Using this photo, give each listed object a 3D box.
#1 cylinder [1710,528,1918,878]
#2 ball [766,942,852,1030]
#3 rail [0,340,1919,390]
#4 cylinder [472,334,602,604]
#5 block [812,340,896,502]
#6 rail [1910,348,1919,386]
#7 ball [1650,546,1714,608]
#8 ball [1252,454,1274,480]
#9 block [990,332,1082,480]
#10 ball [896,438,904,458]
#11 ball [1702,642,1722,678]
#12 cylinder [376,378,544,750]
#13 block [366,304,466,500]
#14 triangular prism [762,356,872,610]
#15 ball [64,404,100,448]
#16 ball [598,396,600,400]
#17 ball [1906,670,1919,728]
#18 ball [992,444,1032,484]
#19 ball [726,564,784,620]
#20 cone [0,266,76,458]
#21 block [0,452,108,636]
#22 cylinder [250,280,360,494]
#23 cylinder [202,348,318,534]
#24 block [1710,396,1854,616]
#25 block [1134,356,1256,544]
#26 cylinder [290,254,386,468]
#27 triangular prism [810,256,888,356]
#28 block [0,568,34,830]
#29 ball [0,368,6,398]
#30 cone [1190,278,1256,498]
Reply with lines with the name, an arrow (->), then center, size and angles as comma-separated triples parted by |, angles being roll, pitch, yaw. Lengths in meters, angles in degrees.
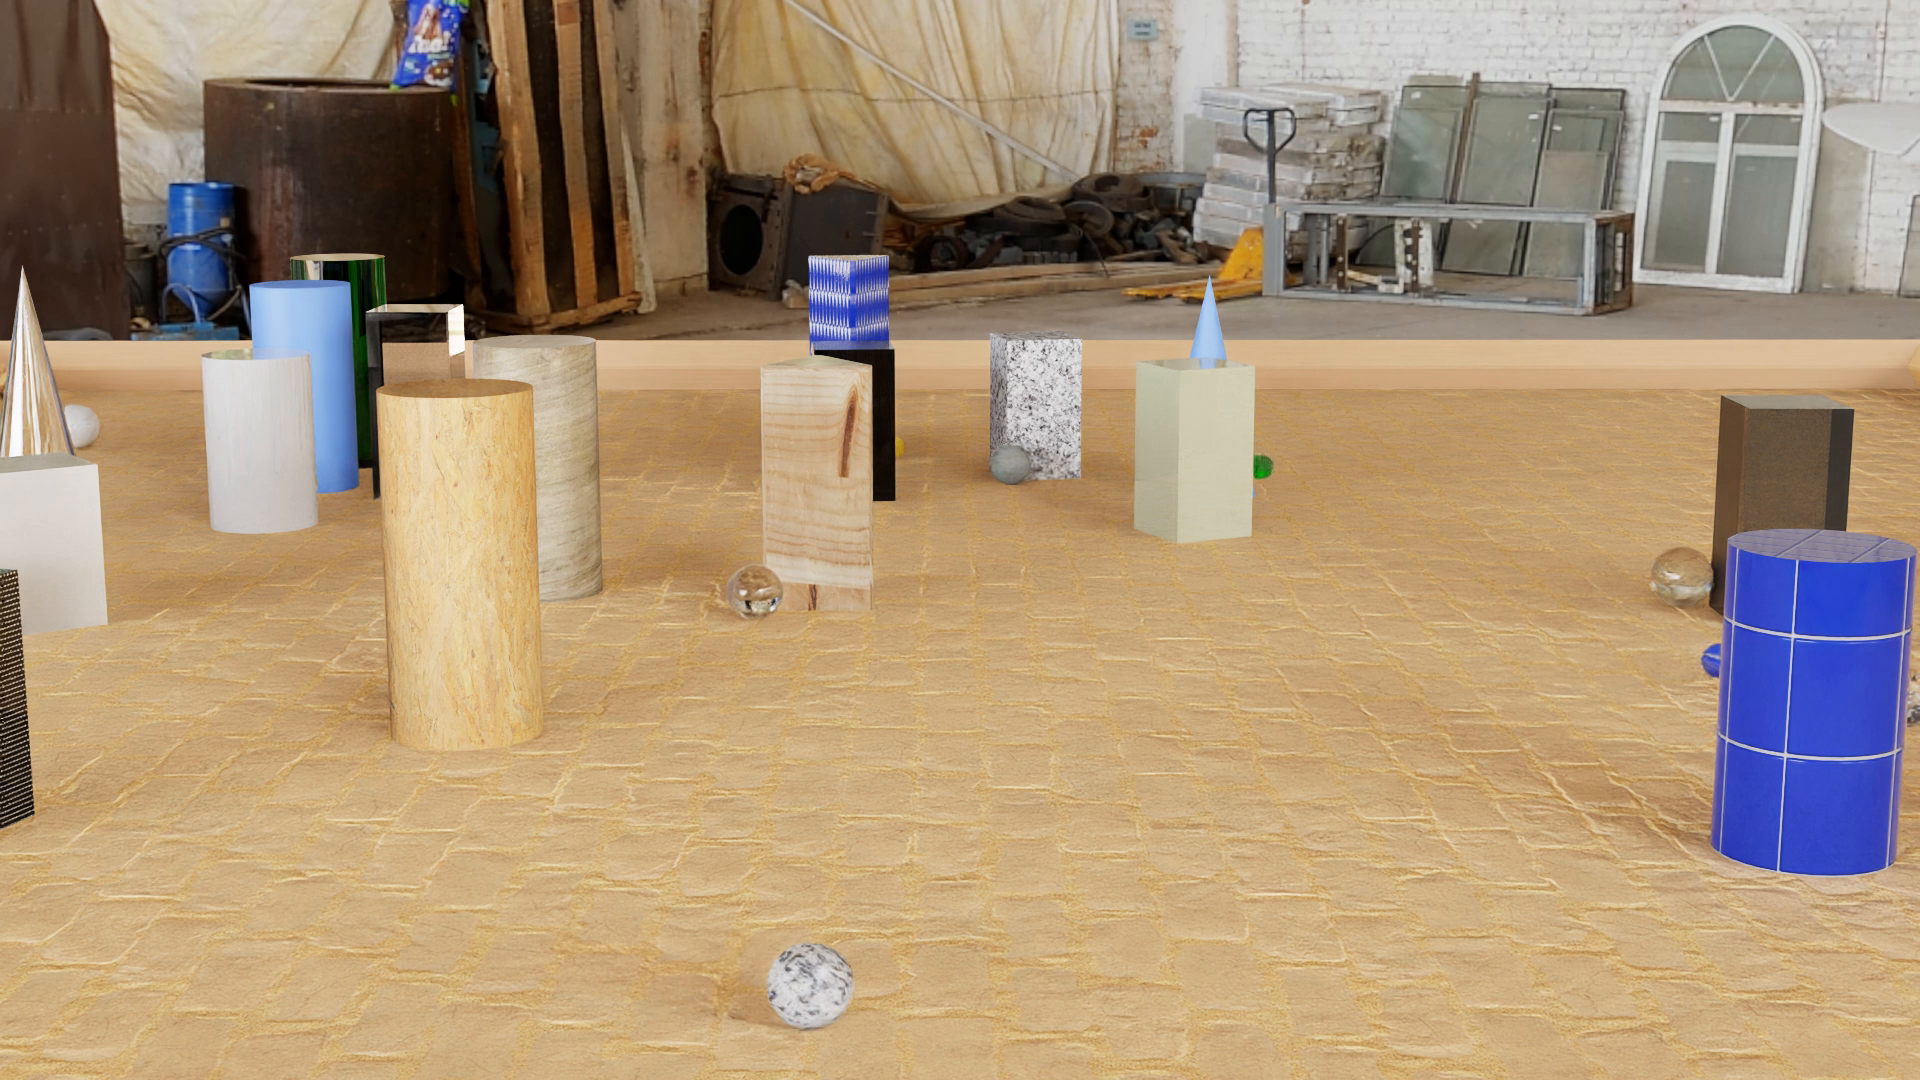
cylinder -> 0.780, 0.146, 2.350 | 0.164, 0.287, 0.164 | 0, 11, 0
ball -> -0.113, 0.337, 1.940 | 0.065, 0.065, 0.065 | 0, 11, 0
rail -> -0.013, -0.379, 5.587 | 4.242, 0.106, 0.045 | 0, 11, 0
cylinder -> -0.573, -0.099, 3.485 | 0.164, 0.343, 0.164 | 0, 11, 0
block -> -0.177, -0.198, 4.257 | 0.131, 0.251, 0.131 | -1, 11, -5
rail -> 2.097, 0.025, 3.463 | 0.045, 0.106, 4.395 | 0, 11, 0
ball -> 0.959, 0.050, 3.407 | 0.081, 0.081, 0.081 | 0, 11, 0
ball -> 0.519, -0.126, 4.430 | 0.044, 0.044, 0.044 | 0, 11, 0
block -> 0.131, -0.235, 4.471 | 0.131, 0.242, 0.131 | -2, 11, -12
ball -> -0.124, -0.167, 4.649 | 0.042, 0.042, 0.042 | 0, 11, 0
ball -> 0.896, 0.142, 3.023 | 0.042, 0.042, 0.042 | 0, 11, 0
cylinder -> -0.536, 0.023, 2.758 | 0.164, 0.375, 0.164 | 0, 11, 0
block -> -0.900, -0.230, 4.263 | 0.131, 0.310, 0.131 | 0, 11, 1
triangular prism -> -0.189, -0.078, 3.427 | 0.142, 0.325, 0.123 | 0, 11, -2
ball -> -1.644, -0.211, 4.773 | 0.082, 0.082, 0.082 | 0, 11, 0
ball -> -0.770, -0.295, 5.308 | 0.047, 0.047, 0.047 | 0, 11, 0
ball -> 1.032, 0.174, 2.802 | 0.063, 0.063, 0.063 | 0, 11, 0
ball -> 0.088, -0.129, 4.378 | 0.068, 0.068, 0.068 | 0, 11, 0
ball -> -0.266, 0.068, 3.330 | 0.073, 0.073, 0.073 | 0, 11, 0
cone -> -1.438, -0.223, 3.973 | 0.164, 0.405, 0.164 | 0, 11, 0
block -> -1.192, 0.004, 3.305 | 0.131, 0.209, 0.131 | -8, 13, -36
cylinder -> -1.105, -0.260, 4.330 | 0.164, 0.344, 0.164 | 0, 11, 0
cylinder -> -1.088, -0.156, 3.991 | 0.164, 0.267, 0.164 | 0, 11, 0
block -> 1.064, -0.039, 3.330 | 0.131, 0.283, 0.131 | 0, 11, 1
block -> 0.357, -0.140, 3.922 | 0.131, 0.261, 0.131 | -5, 12, -25
cylinder -> -1.104, -0.321, 4.585 | 0.164, 0.369, 0.164 | 0, 11, 0
triangular prism -> -0.180, -0.327, 4.628 | 0.123, 0.366, 0.142 | -8, 13, -35
block -> -0.978, 0.155, 2.419 | 0.131, 0.242, 0.131 | 3, 11, 17
ball -> -2.056, -0.335, 5.463 | 0.069, 0.069, 0.069 | 0, 11, 0
cone -> 0.410, -0.256, 4.251 | 0.164, 0.366, 0.164 | 0, 11, 0
